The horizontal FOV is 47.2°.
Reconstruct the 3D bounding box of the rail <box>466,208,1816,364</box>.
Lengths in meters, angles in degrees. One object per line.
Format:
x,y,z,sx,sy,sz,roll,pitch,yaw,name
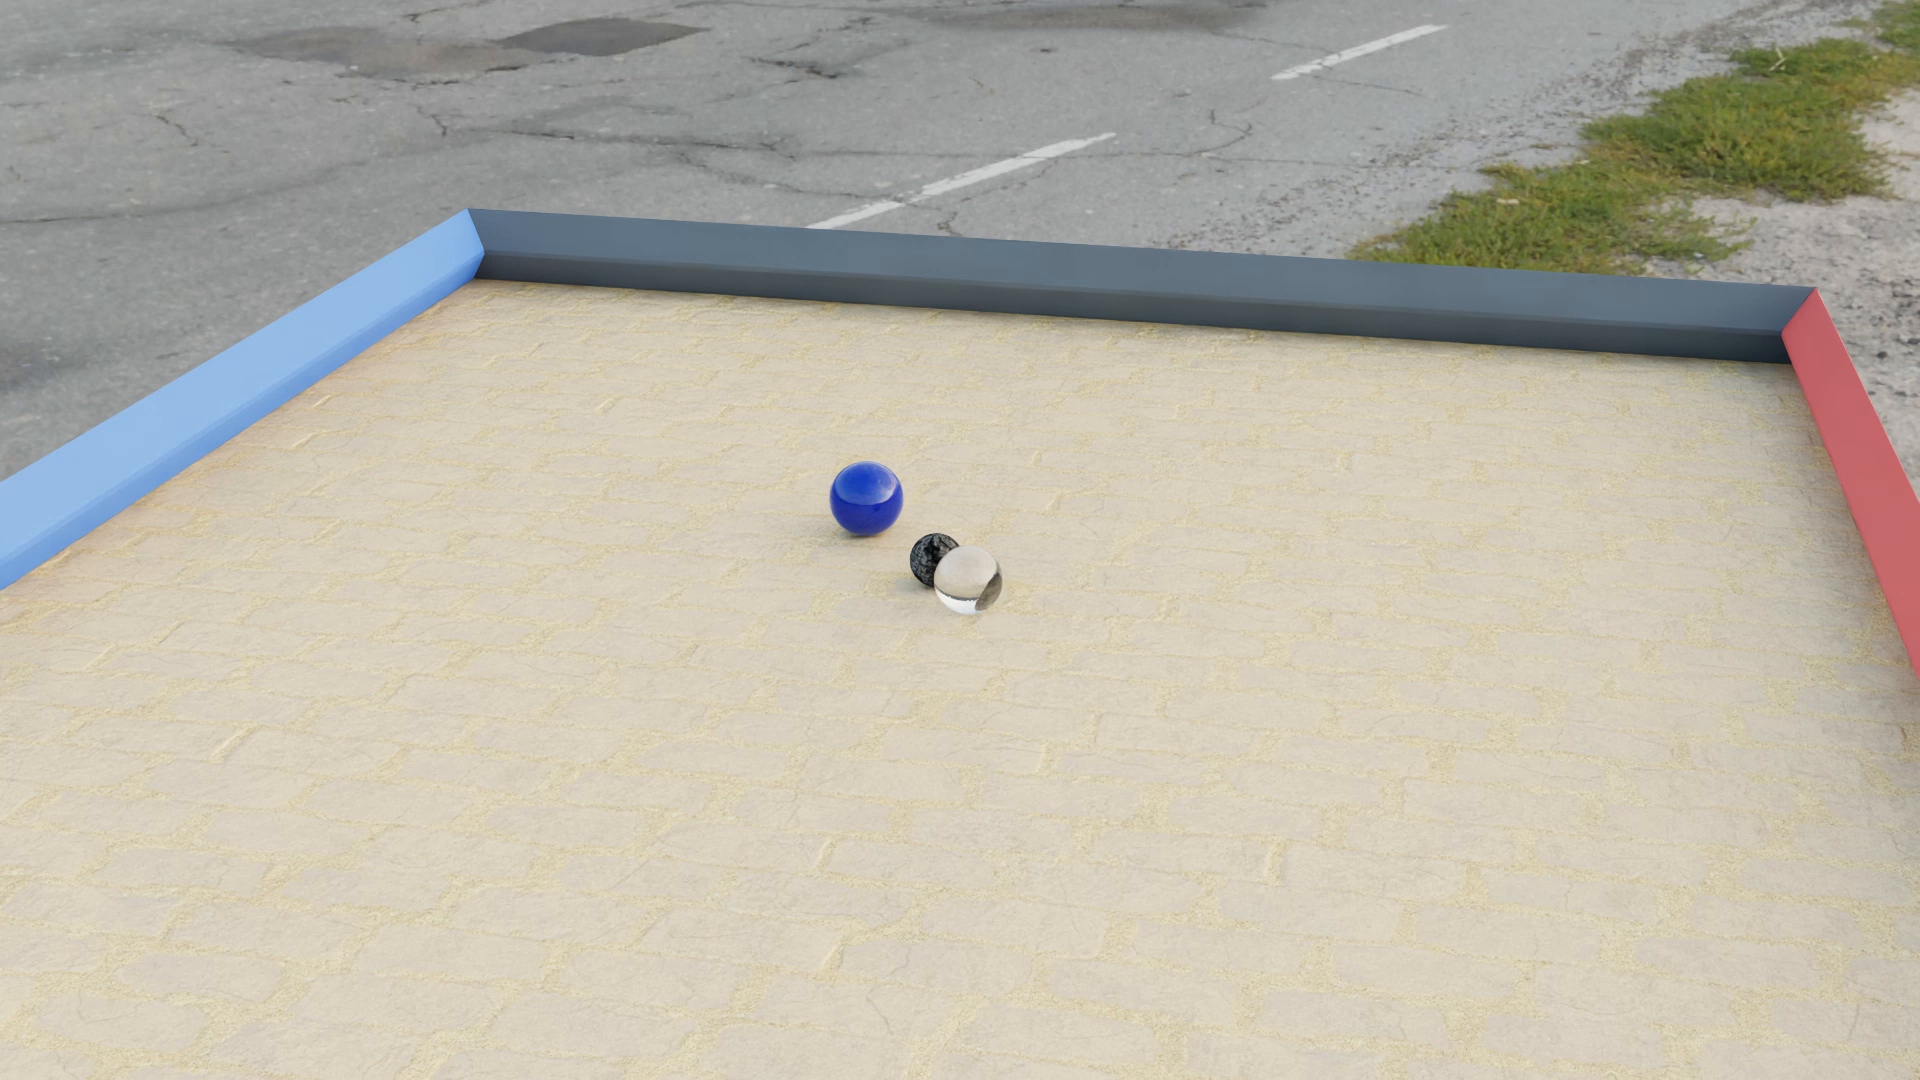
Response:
0.208,-0.385,3.339,2.066,0.115,0.045,5,23,11,rail

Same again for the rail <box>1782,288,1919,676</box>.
0.772,0.441,1.392,0.045,0.115,3.933,5,23,11,rail

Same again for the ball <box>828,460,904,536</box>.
-0.110,-0.049,2.582,0.089,0.089,0.089,0,23,0,ball

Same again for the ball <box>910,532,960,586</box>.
-0.026,0.022,2.451,0.060,0.060,0.060,0,23,0,ball

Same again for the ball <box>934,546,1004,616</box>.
0.009,0.043,2.382,0.076,0.076,0.076,0,23,0,ball

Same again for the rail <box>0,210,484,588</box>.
-1.198,0.270,1.794,0.045,0.115,3.933,5,23,11,rail
